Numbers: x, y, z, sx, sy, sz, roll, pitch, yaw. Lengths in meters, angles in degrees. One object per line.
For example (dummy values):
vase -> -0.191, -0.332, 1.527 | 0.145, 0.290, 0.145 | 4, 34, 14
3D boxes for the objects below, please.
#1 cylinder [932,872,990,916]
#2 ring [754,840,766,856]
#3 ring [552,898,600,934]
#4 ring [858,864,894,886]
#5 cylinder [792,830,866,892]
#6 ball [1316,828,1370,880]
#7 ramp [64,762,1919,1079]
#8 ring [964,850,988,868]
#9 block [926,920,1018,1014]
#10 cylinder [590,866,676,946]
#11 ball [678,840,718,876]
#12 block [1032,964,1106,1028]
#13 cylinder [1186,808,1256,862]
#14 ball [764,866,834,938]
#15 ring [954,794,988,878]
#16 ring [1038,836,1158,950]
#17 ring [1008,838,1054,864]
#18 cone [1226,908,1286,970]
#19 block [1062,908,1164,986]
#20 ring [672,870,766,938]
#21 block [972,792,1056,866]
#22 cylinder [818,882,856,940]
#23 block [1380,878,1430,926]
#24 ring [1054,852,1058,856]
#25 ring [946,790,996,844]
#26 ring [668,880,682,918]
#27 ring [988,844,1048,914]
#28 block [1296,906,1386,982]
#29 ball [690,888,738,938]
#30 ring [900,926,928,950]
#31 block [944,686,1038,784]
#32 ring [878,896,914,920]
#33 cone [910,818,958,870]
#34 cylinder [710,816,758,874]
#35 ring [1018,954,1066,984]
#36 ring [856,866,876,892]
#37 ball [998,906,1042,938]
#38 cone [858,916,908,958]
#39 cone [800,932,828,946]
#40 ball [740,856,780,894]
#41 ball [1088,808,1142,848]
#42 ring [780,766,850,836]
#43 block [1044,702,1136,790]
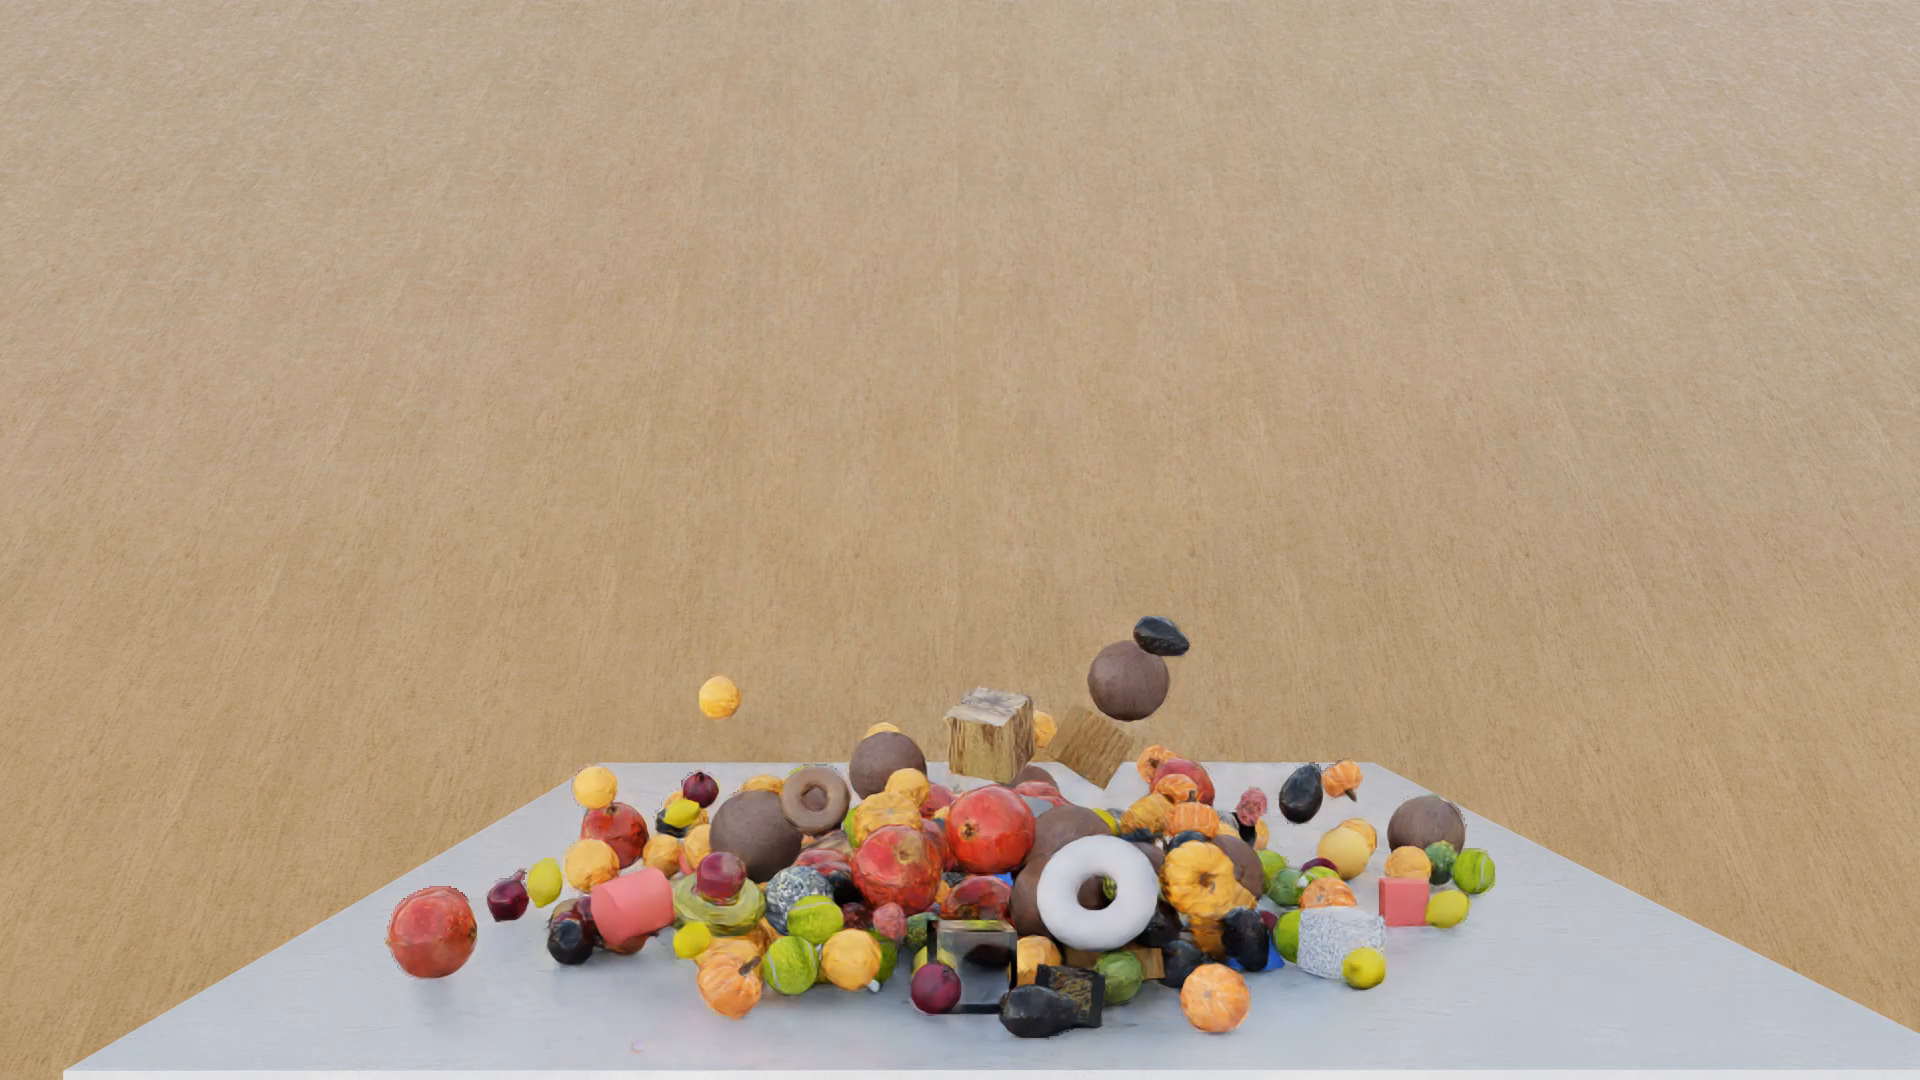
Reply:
cylinder -> 0.001, 0.525, 3.836 | 0.062, 0.062, 0.062 | -22, 4, -32
ring -> -0.383, 0.550, 4.621 | 0.076, 0.025, 0.076 | -1, -1, 0
ring -> -0.524, 0.537, 3.701 | 0.117, 0.039, 0.117 | 1, 3, 0
ring -> -0.152, 0.545, 4.219 | 0.087, 0.029, 0.087 | -1, -1, 0
cylinder -> -0.198, 0.499, 3.923 | 0.088, 0.088, 0.088 | -18, 79, -27
ball -> 0.630, 0.516, 4.263 | 0.087, 0.087, 0.087 | 0, 31, 0
ramp -> 0.069, 0.612, 4.685 | 2.000, 0.100, 4.000 | 0, 0, 0
ring -> 0.052, 0.546, 4.455 | 0.091, 0.030, 0.091 | 1, 1, 0
block -> 0.014, 0.505, 3.064 | 0.095, 0.095, 0.095 | 1, 0, -8
cylinder -> -0.430, 0.481, 3.405 | 0.082, 0.082, 0.082 | -15, 34, -34
ball -> -0.428, 0.526, 4.254 | 0.067, 0.067, 0.067 | 0, 31, 0
block -> 0.123, 0.518, 2.941 | 0.060, 0.060, 0.060 | 7, -3, -19
cylinder -> 0.456, 0.517, 4.527 | 0.088, 0.088, 0.088 | -21, 10, -30
ball -> -0.202, 0.452, 3.237 | 0.090, 0.090, 0.090 | 0, 31, 0
ring -> 0.030, 0.484, 4.229 | 0.046, 0.139, 0.139 | -12, 33, -17
ring -> 0.163, 0.419, 3.069 | 0.146, 0.049, 0.146 | -7, 58, 11
ring -> 0.108, 0.458, 3.734 | 0.087, 0.087, 0.029 | 23, 75, 33
cone -> 0.386, 0.516, 3.377 | 0.077, 0.077, 0.077 | 0, 0, 0
block -> 0.185, 0.498, 3.150 | 0.084, 0.084, 0.084 | 3, -16, -37
ring -> -0.297, 0.449, 3.200 | 0.117, 0.039, 0.117 | 8, 26, -4
block -> 0.083, 0.449, 3.966 | 0.090, 0.090, 0.090 | 17, 59, -36
cylinder -> -0.171, 0.505, 3.531 | 0.059, 0.059, 0.059 | 0, 52, 0
block -> 0.644, 0.525, 3.754 | 0.062, 0.062, 0.062 | 0, 0, 1
ring -> 0.163, 0.509, 3.901 | 0.086, 0.086, 0.029 | 23, 11, 34
ring -> 0.032, 0.479, 4.411 | 0.111, 0.111, 0.037 | 2, 9, 3
ring -> -0.388, 0.533, 3.844 | 0.149, 0.050, 0.149 | 1, -2, 0
ring -> 0.084, 0.470, 3.592 | 0.102, 0.034, 0.102 | 13, 56, -20
block -> 0.484, 0.512, 3.289 | 0.076, 0.076, 0.076 | 0, 5, -34
ball -> -0.345, 0.522, 3.628 | 0.067, 0.067, 0.067 | 0, 31, 0
ring -> -0.066, 0.536, 3.499 | 0.083, 0.028, 0.083 | 6, -9, 1
block -> 0.045, 0.284, 3.788 | 0.095, 0.095, 0.095 | 8, 29, 28
ring -> -0.090, 0.506, 3.441 | 0.025, 0.075, 0.075 | 37, 32, -8
cone -> -0.026, 0.540, 4.432 | 0.093, 0.093, 0.093 | -11, 30, -17
cylinder -> -0.365, 0.493, 4.183 | 0.069, 0.069, 0.069 | -6, 23, -10
ring -> 0.100, 0.539, 3.250 | 0.087, 0.029, 0.087 | 3, 2, 0
ring -> -0.186, 0.542, 4.130 | 0.105, 0.035, 0.105 | -1, 1, 0
ball -> 0.084, 0.525, 3.614 | 0.060, 0.060, 0.060 | 0, 31, 0
cone -> -0.106, 0.503, 3.340 | 0.057, 0.057, 0.057 | 24, 28, -13
cone -> -0.194, 0.543, 3.563 | 0.055, 0.055, 0.055 | -15, 34, -23
ball -> -0.315, 0.528, 4.086 | 0.061, 0.061, 0.061 | 0, 31, 0
ball -> 0.271, 0.515, 4.531 | 0.092, 0.092, 0.092 | 0, 31, 0
ring -> -0.192, 0.345, 3.432 | 0.092, 0.092, 0.031 | 0, -9, 0
block -> 0.198, 0.315, 3.959 | 0.090, 0.090, 0.090 | 34, -4, -10
